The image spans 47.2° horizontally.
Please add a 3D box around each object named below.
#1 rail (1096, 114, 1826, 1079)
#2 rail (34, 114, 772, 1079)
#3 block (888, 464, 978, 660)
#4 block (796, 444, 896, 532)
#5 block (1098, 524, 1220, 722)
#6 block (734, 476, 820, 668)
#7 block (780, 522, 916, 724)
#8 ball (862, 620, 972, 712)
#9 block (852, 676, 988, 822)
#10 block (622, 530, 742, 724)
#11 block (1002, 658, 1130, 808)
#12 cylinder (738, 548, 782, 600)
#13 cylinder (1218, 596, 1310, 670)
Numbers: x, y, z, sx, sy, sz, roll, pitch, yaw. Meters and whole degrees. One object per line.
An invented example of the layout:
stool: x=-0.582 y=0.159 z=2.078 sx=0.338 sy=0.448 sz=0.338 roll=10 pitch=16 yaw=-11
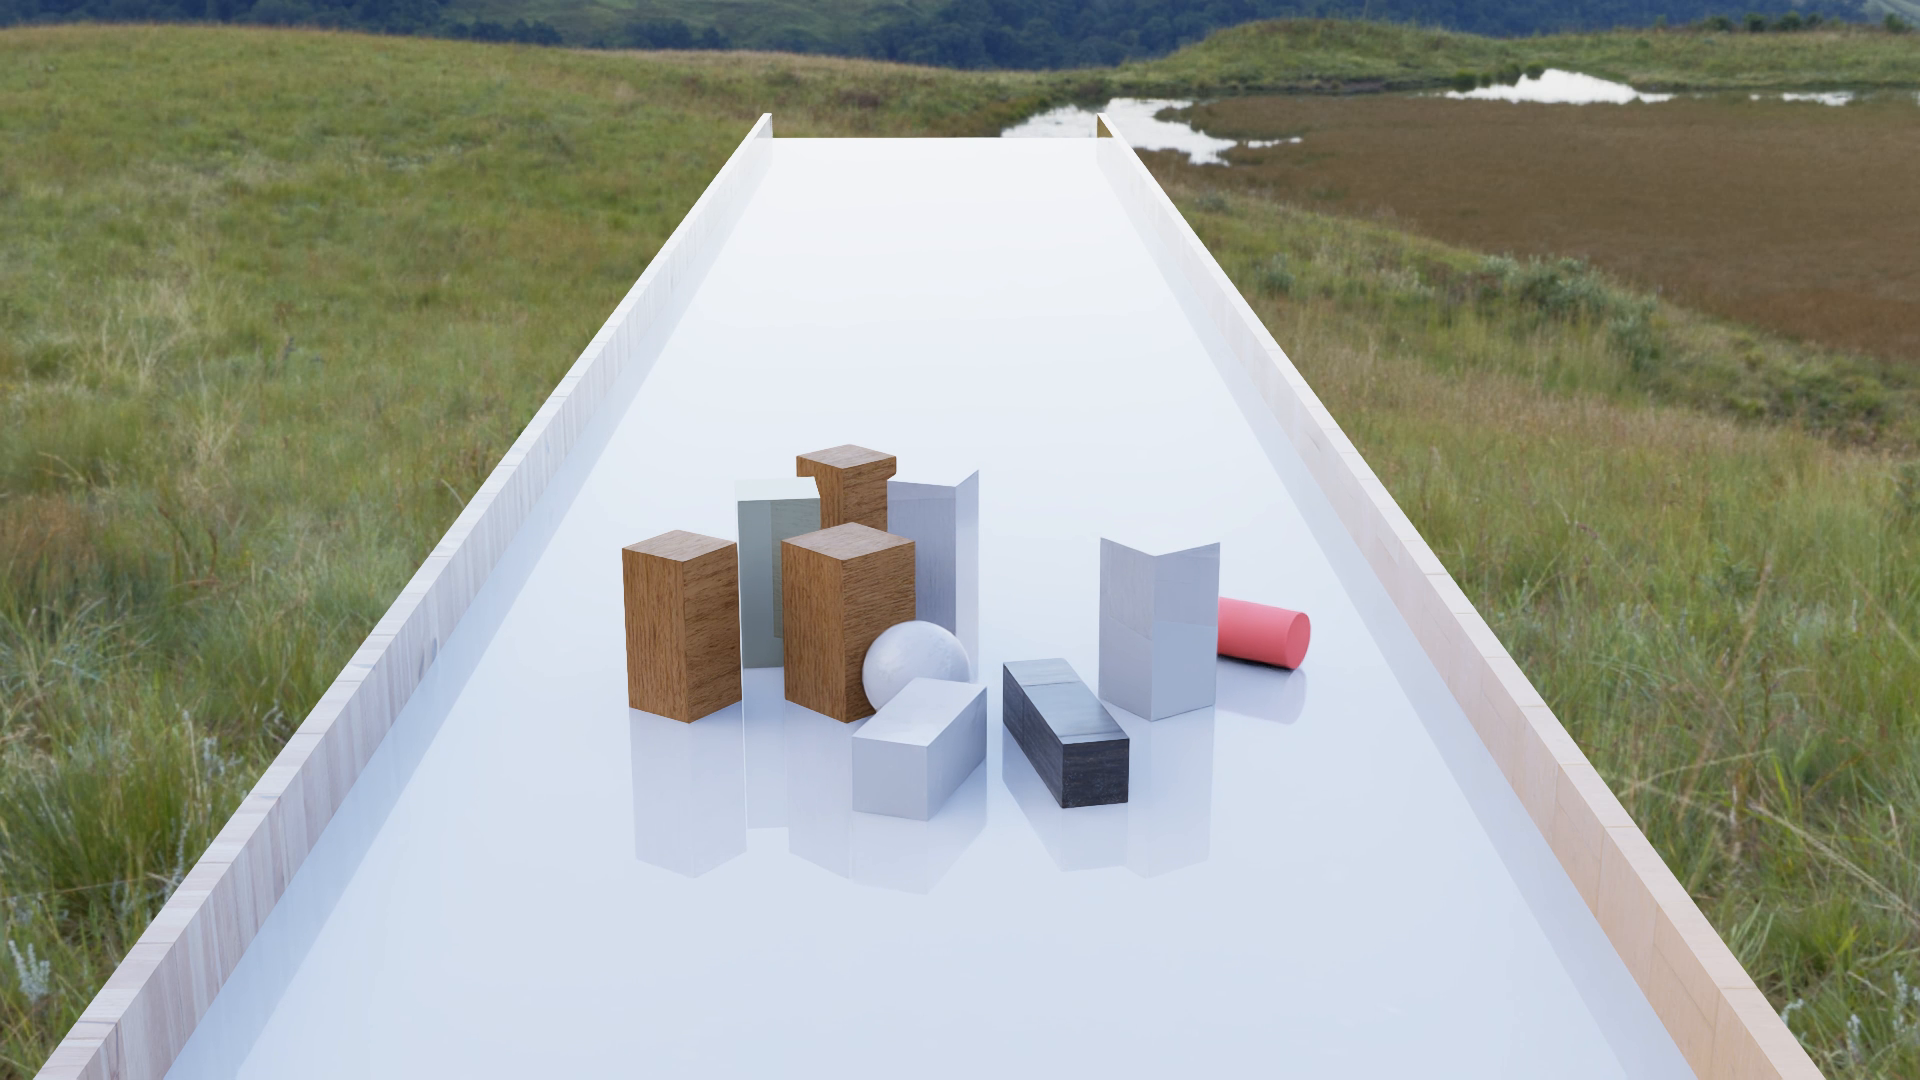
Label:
rail: x=0.932 y=-0.844 z=7.801 sx=0.050 sy=0.150 sz=12.000 roll=0 pitch=17 yaw=-1
rail: x=-1.118 y=-0.838 z=7.780 sx=0.050 sy=0.150 sz=12.000 roll=0 pitch=17 yaw=-1
block: x=-0.052 y=0.055 z=4.370 sx=0.141 sy=0.383 sz=0.141 roll=6 pitch=17 yaw=18
block: x=-0.236 y=-0.005 z=4.621 sx=0.148 sy=0.354 sz=0.148 roll=-15 pitch=22 yaw=-42
block: x=0.374 y=0.152 z=4.150 sx=0.158 sy=0.320 sz=0.158 roll=-11 pitch=20 yaw=-33
block: x=-0.364 y=0.064 z=4.405 sx=0.161 sy=0.346 sz=0.161 roll=-2 pitch=17 yaw=-8
block: x=-0.210 y=0.153 z=4.156 sx=0.178 sy=0.317 sz=0.178 roll=-15 pitch=22 yaw=-42
ball: x=-0.080 y=0.248 z=4.041 sx=0.200 sy=0.200 sz=0.200 roll=0 pitch=17 yaw=0
block: x=-0.066 y=0.356 z=3.794 sx=0.134 sy=0.134 sz=0.306 roll=6 pitch=18 yaw=19
block: x=-0.522 y=0.160 z=4.137 sx=0.151 sy=0.315 sz=0.151 roll=11 pitch=20 yaw=33
block: x=0.182 y=0.335 z=3.894 sx=0.117 sy=0.117 sz=0.415 roll=-4 pitch=17 yaw=-12
cylinder: x=-0.349 y=0.065 z=4.823 sx=0.321 sy=0.105 sz=0.105 roll=-6 pitch=17 yaw=-18
cylinder: x=0.539 y=0.175 z=4.434 sx=0.313 sy=0.115 sz=0.115 roll=11 pitch=20 yaw=32
